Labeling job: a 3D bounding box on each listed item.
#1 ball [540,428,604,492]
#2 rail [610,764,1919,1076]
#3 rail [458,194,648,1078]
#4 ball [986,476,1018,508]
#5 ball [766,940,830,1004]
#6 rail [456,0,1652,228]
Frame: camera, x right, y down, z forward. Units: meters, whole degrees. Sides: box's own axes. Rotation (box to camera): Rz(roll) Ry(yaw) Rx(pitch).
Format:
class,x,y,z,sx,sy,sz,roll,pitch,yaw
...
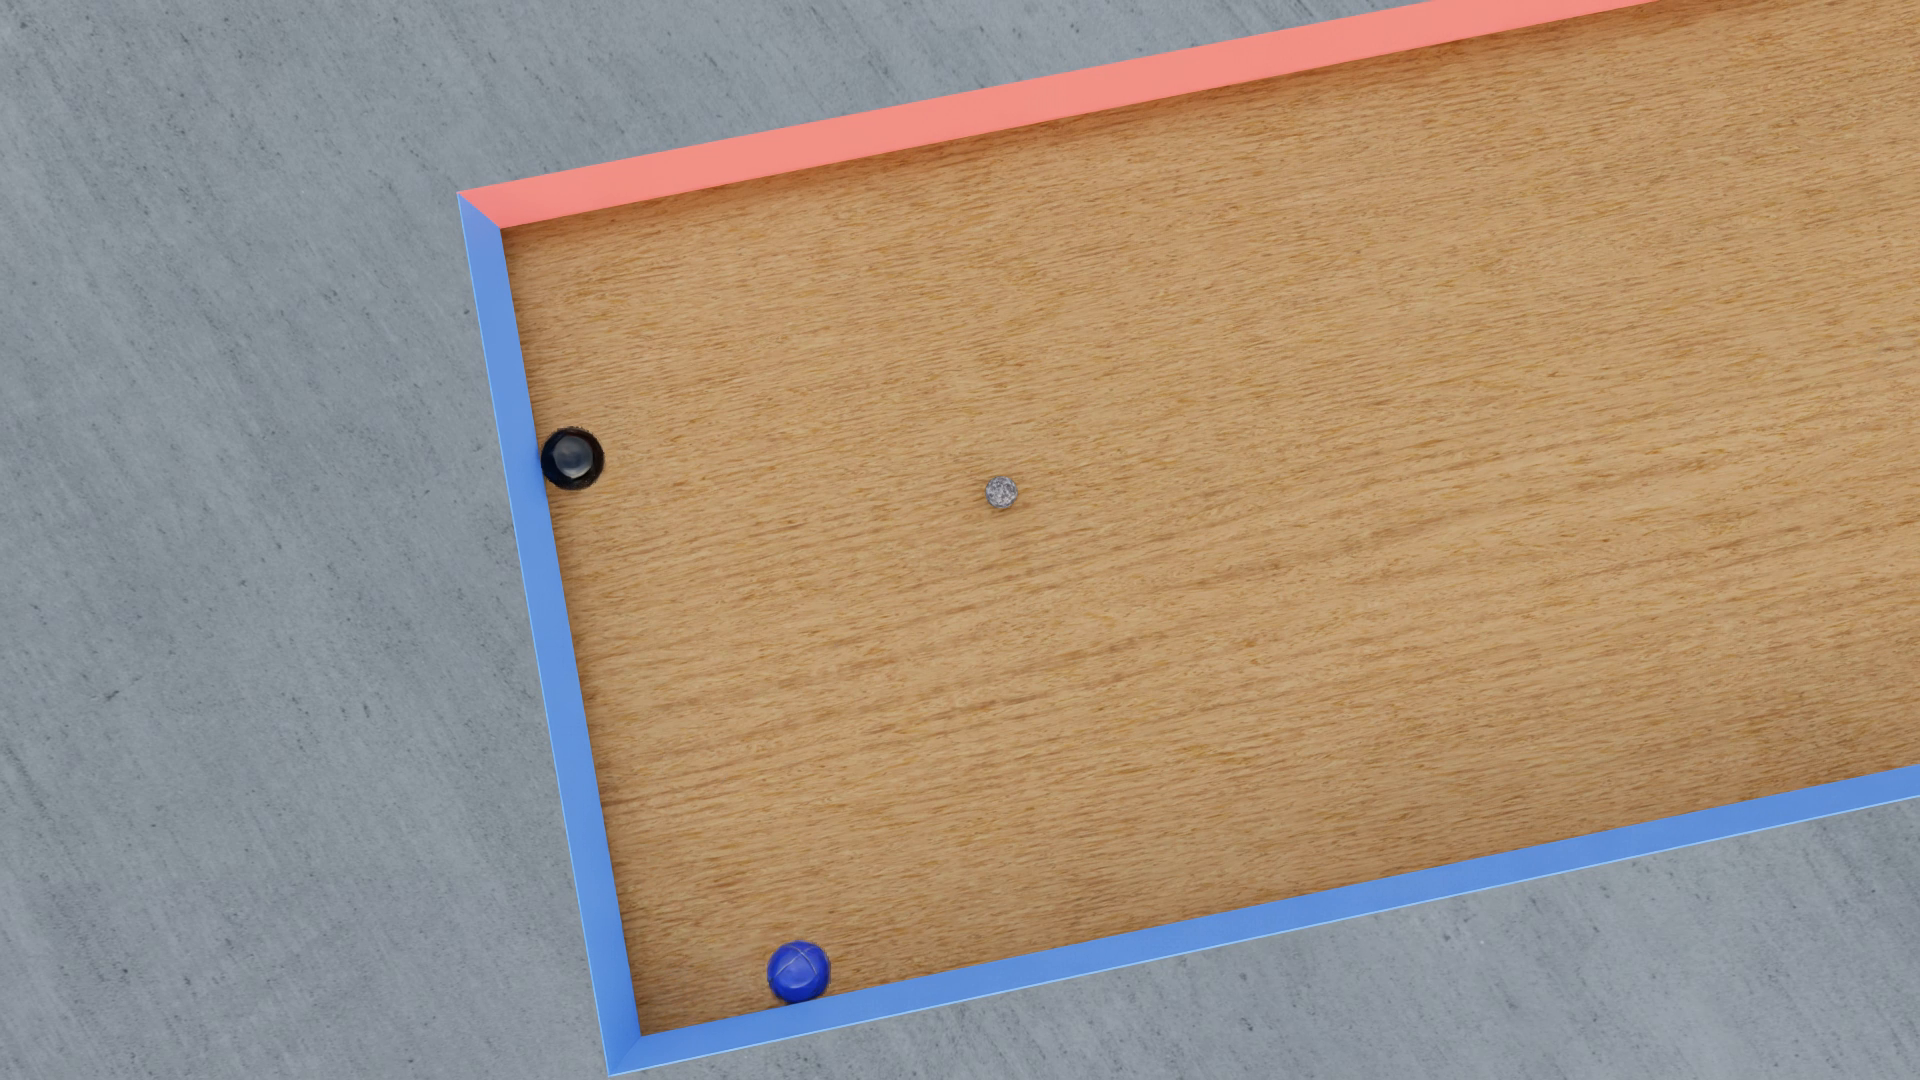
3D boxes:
class,x,y,z,sx,sy,sz,roll,pitch,yaw
ball,-0.584,-0.121,3.317,0.095,0.095,0.095,0,78,0
rail,0.757,0.480,3.175,2.556,0.124,0.045,-12,78,-2
rail,-0.602,0.118,3.251,0.045,0.124,1.330,-12,78,-2
ball,0.063,-0.072,3.330,0.050,0.050,0.050,0,78,0
ball,-0.233,0.622,3.163,0.091,0.091,0.091,0,78,0
rail,0.494,-0.748,3.434,2.556,0.124,0.045,-12,78,-2
